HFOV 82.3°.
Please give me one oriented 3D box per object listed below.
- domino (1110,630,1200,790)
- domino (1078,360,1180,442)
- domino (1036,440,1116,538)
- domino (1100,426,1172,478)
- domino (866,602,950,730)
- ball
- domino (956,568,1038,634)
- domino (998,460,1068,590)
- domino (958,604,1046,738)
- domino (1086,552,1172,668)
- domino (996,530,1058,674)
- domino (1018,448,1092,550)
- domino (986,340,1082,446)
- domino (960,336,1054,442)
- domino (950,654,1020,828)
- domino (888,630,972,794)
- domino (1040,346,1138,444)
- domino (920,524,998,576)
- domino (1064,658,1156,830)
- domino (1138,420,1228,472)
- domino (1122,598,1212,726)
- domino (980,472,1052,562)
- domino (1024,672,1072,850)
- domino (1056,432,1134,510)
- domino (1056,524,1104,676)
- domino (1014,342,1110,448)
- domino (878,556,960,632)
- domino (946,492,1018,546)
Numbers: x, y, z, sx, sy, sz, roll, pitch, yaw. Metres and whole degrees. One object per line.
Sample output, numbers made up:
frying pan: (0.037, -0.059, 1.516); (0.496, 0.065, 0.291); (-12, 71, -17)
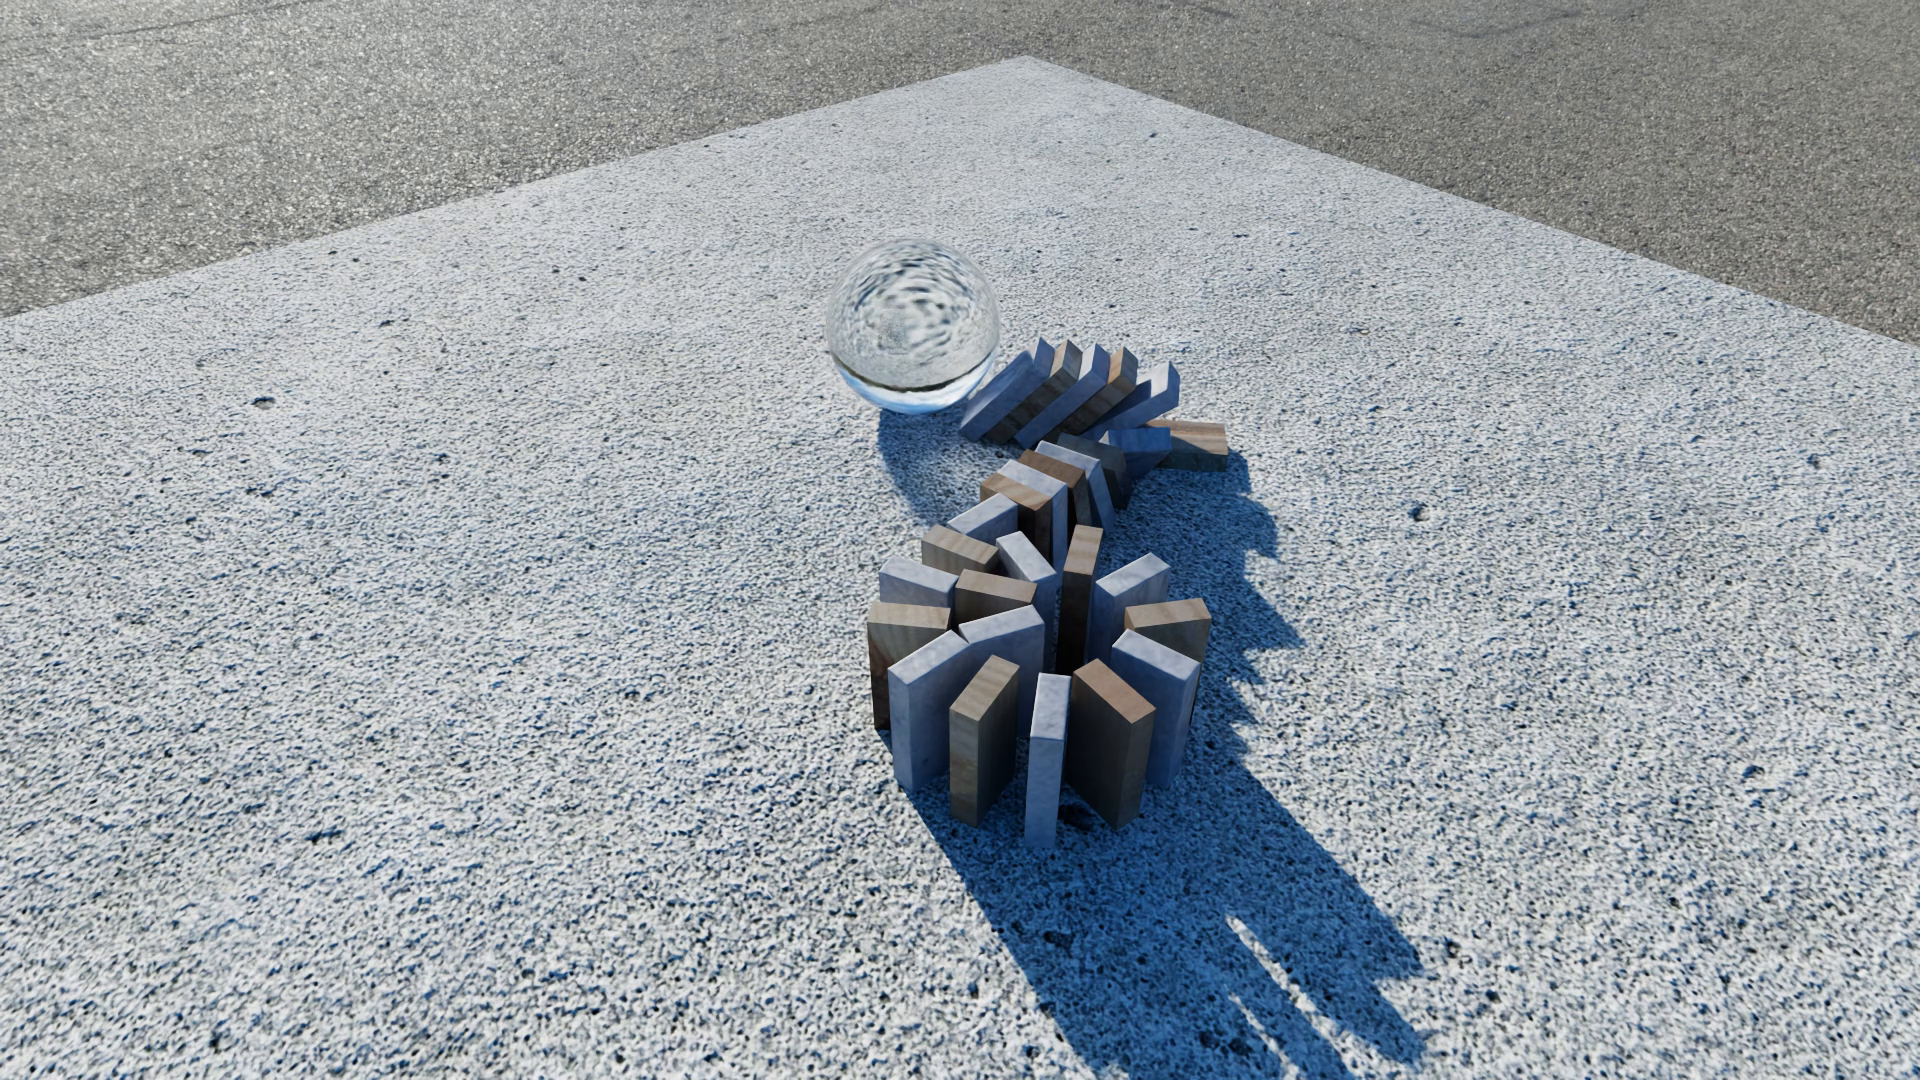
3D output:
domino: (0.059, 0.054, 0.346); (0.025, 0.050, 0.009); (25, 46, 27)
domino: (0.074, -0.059, 0.493); (0.050, 0.010, 0.025); (-26, 29, 30)
domino: (0.046, -0.019, 0.436); (0.025, 0.050, 0.010); (21, 72, 24)
domino: (0.069, -0.035, 0.459); (0.025, 0.050, 0.009); (-4, 81, -5)
domino: (-0.016, 0.043, 0.359); (0.025, 0.050, 0.009); (5, 40, 6)
ball: (-0.022, -0.098, 0.507); (0.080, 0.080, 0.080); (0, 39, 0)
domino: (0.012, 0.034, 0.370); (0.025, 0.050, 0.009); (11, 41, 13)
domino: (0.028, -0.004, 0.416); (0.025, 0.050, 0.010); (27, 53, 29)
domino: (0.013, 0.045, 0.356); (0.025, 0.050, 0.010); (-14, 41, -17)
domino: (0.057, 0.031, 0.374); (0.025, 0.050, 0.010); (-25, 46, -28)
domino: (0.022, 0.025, 0.381); (0.010, 0.050, 0.025); (-17, 42, -20)
domino: (0.037, -0.012, 0.426); (0.025, 0.050, 0.010); (23, 62, 25)
domino: (0.033, -0.066, 0.497); (0.009, 0.050, 0.025); (38, 37, -18)
domino: (0.021, -0.068, 0.499); (0.010, 0.050, 0.025); (38, 37, -18)
domino: (0.007, 0.062, 0.336); (0.009, 0.050, 0.025); (21, 44, 23)
domino: (-0.009, 0.054, 0.345); (0.025, 0.050, 0.009); (-29, 48, -31)
domino: (0.058, -0.062, 0.492); (0.010, 0.050, 0.025); (38, 37, -18)
domino: (0.000, 0.020, 0.387); (0.025, 0.050, 0.009); (21, 45, 24)
domino: (0.045, 0.063, 0.335); (0.010, 0.050, 0.025); (-25, 46, -27)
domino: (0.094, -0.043, 0.496); (0.050, 0.010, 0.025); (4, 40, 5)
domino: (0.065, 0.042, 0.360); (0.025, 0.050, 0.009); (-7, 40, -8)
domino: (0.020, 0.002, 0.409); (0.025, 0.050, 0.010); (27, 48, 29)
domino: (0.026, 0.067, 0.330); (0.009, 0.050, 0.025); (6, 40, 7)
domino: (0.055, -0.027, 0.448); (0.025, 0.050, 0.009); (17, 79, 18)
domino: (0.041, 0.022, 0.384); (0.009, 0.050, 0.025); (9, 40, 11)
domino: (0.046, -0.065, 0.495); (0.010, 0.050, 0.025); (38, 37, -18)
domino: (-0.013, 0.030, 0.374); (0.025, 0.050, 0.009); (17, 42, 20)
domino: (0.008, 0.010, 0.399); (0.025, 0.050, 0.009); (-30, 48, -30)
